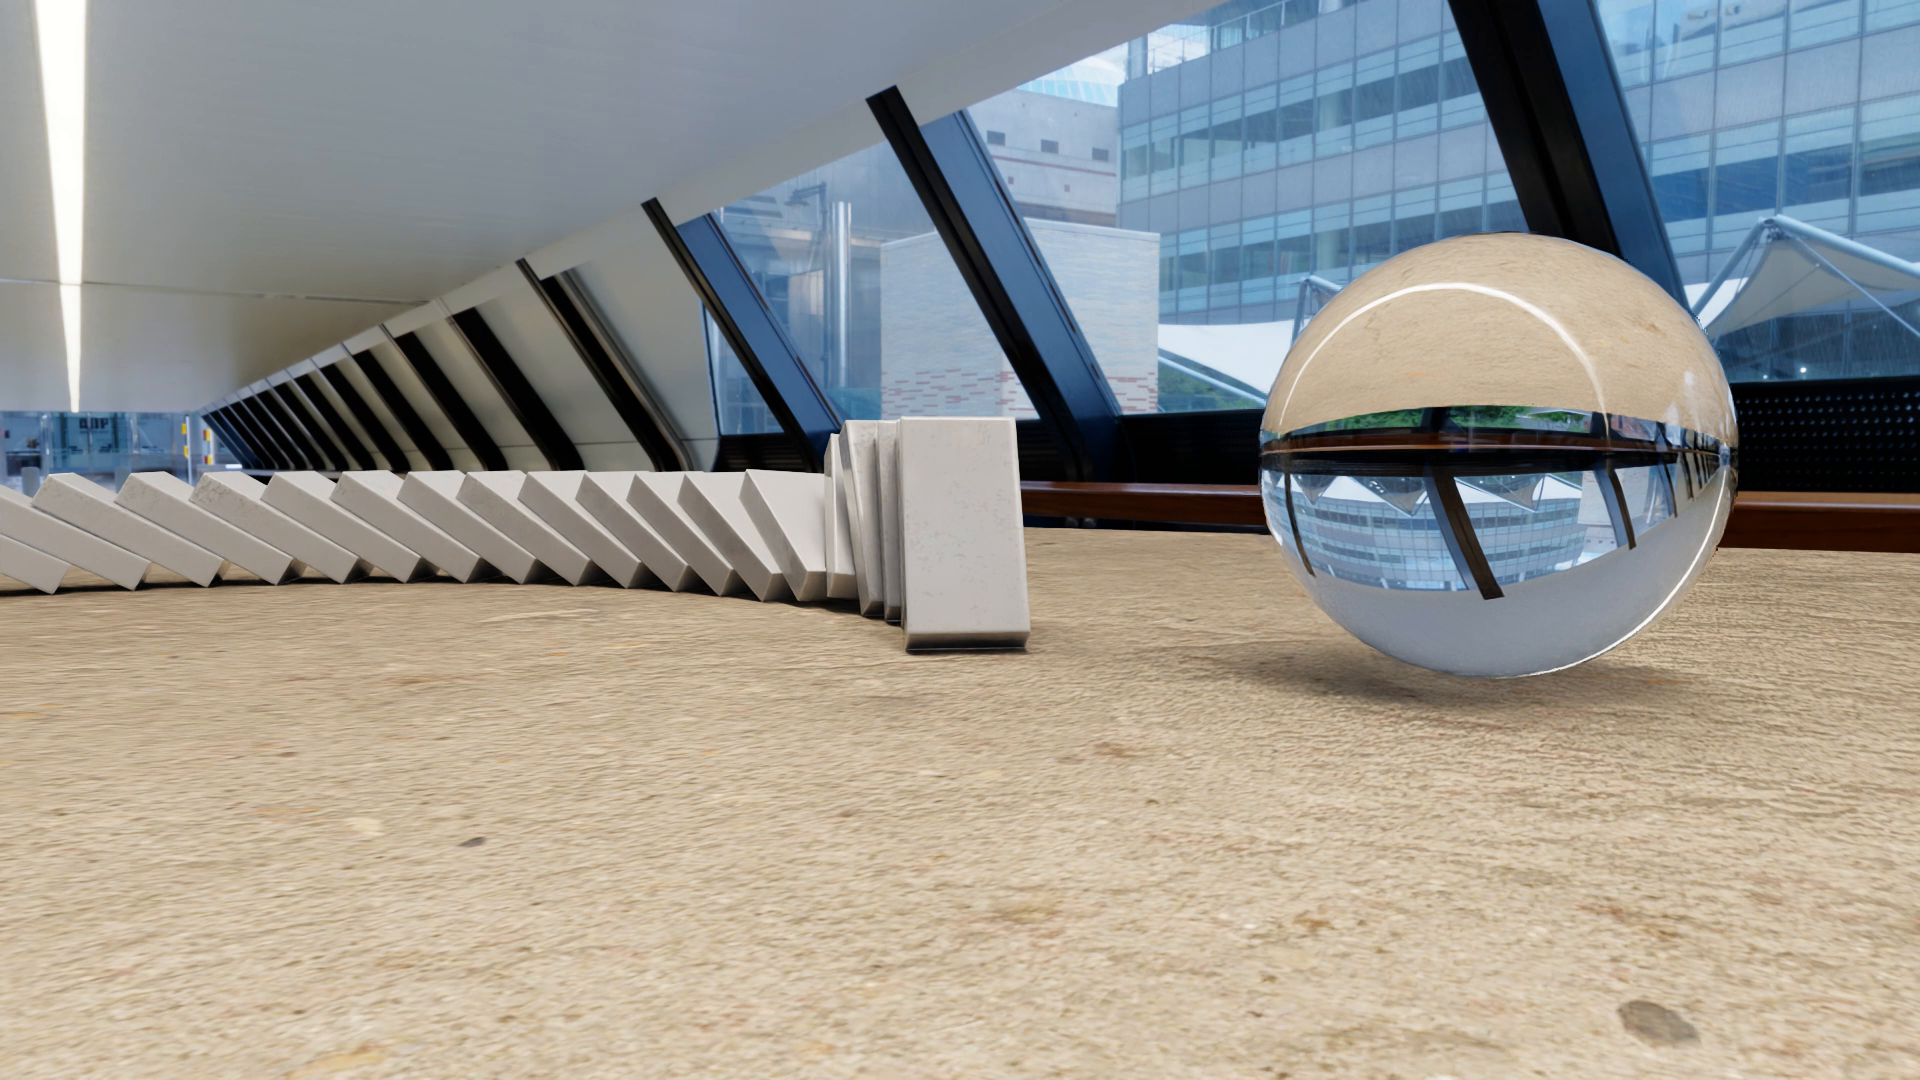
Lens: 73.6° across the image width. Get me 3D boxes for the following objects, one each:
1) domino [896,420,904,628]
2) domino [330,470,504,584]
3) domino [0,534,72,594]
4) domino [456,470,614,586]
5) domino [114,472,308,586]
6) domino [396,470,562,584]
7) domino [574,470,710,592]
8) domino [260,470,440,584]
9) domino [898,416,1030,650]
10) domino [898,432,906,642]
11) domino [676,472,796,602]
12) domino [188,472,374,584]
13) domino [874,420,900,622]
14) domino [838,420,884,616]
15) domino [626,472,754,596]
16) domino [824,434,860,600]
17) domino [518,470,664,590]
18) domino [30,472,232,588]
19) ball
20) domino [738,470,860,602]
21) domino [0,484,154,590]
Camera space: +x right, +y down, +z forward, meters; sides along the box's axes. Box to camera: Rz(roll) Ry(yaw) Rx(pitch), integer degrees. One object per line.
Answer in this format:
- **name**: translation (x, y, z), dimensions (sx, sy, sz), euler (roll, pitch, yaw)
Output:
- **domino**: translation (-0.002, -0.005, 0.305), dimensions (0.025, 0.050, 0.010), euler (0, -24, -6)
- **domino**: translation (-0.168, -0.005, 0.403), dimensions (0.050, 0.009, 0.025), euler (32, 7, 3)
- **domino**: translation (-0.278, -0.001, 0.359), dimensions (0.050, 0.009, 0.025), euler (33, -14, -31)
- **domino**: translation (-0.129, -0.004, 0.399), dimensions (0.050, 0.010, 0.025), euler (33, 14, 14)
- **domino**: translation (-0.227, -0.004, 0.392), dimensions (0.050, 0.010, 0.025), euler (31, -2, -12)
- **domino**: translation (-0.148, -0.005, 0.403), dimensions (0.050, 0.009, 0.025), euler (32, 11, 10)
- **domino**: translation (-0.090, -0.003, 0.387), dimensions (0.050, 0.009, 0.025), euler (38, 23, 26)
- **domino**: translation (-0.188, -0.004, 0.402), dimensions (0.050, 0.009, 0.025), euler (31, 3, -3)
- **domino**: translation (0.000, -0.002, 0.273), dimensions (0.025, 0.050, 0.009), euler (0, -24, -6)
- **domino**: translation (0.000, -0.003, 0.284), dimensions (0.025, 0.050, 0.010), euler (0, -24, -6)
- **domino**: translation (-0.057, -0.002, 0.366), dimensions (0.025, 0.010, 0.050), euler (-4, 37, -43)
- **domino**: translation (-0.208, -0.004, 0.398), dimensions (0.050, 0.009, 0.025), euler (31, 0, -8)
- **domino**: translation (-0.007, -0.005, 0.316), dimensions (0.025, 0.050, 0.009), euler (-1, -24, -9)
- **domino**: translation (-0.015, -0.006, 0.327), dimensions (0.025, 0.050, 0.010), euler (-1, -24, -19)
- **domino**: translation (-0.073, -0.003, 0.377), dimensions (0.050, 0.010, 0.025), euler (40, 27, 31)
- **domino**: translation (-0.023, -0.006, 0.343), dimensions (0.025, 0.050, 0.009), euler (8, -43, -16)
- **domino**: translation (-0.109, -0.004, 0.395), dimensions (0.050, 0.009, 0.025), euler (35, 18, 20)
- **domino**: translation (-0.245, -0.003, 0.383), dimensions (0.050, 0.010, 0.025), euler (31, -7, -20)
- **ball**: translation (0.095, -0.015, 0.233), dimensions (0.080, 0.080, 0.080), euler (0, 4, 0)
- **domino**: translation (-0.041, -0.002, 0.356), dimensions (0.025, 0.010, 0.050), euler (2, 33, -33)
- **domino**: translation (-0.262, -0.002, 0.373), dimensions (0.050, 0.010, 0.025), euler (31, -10, -25)
